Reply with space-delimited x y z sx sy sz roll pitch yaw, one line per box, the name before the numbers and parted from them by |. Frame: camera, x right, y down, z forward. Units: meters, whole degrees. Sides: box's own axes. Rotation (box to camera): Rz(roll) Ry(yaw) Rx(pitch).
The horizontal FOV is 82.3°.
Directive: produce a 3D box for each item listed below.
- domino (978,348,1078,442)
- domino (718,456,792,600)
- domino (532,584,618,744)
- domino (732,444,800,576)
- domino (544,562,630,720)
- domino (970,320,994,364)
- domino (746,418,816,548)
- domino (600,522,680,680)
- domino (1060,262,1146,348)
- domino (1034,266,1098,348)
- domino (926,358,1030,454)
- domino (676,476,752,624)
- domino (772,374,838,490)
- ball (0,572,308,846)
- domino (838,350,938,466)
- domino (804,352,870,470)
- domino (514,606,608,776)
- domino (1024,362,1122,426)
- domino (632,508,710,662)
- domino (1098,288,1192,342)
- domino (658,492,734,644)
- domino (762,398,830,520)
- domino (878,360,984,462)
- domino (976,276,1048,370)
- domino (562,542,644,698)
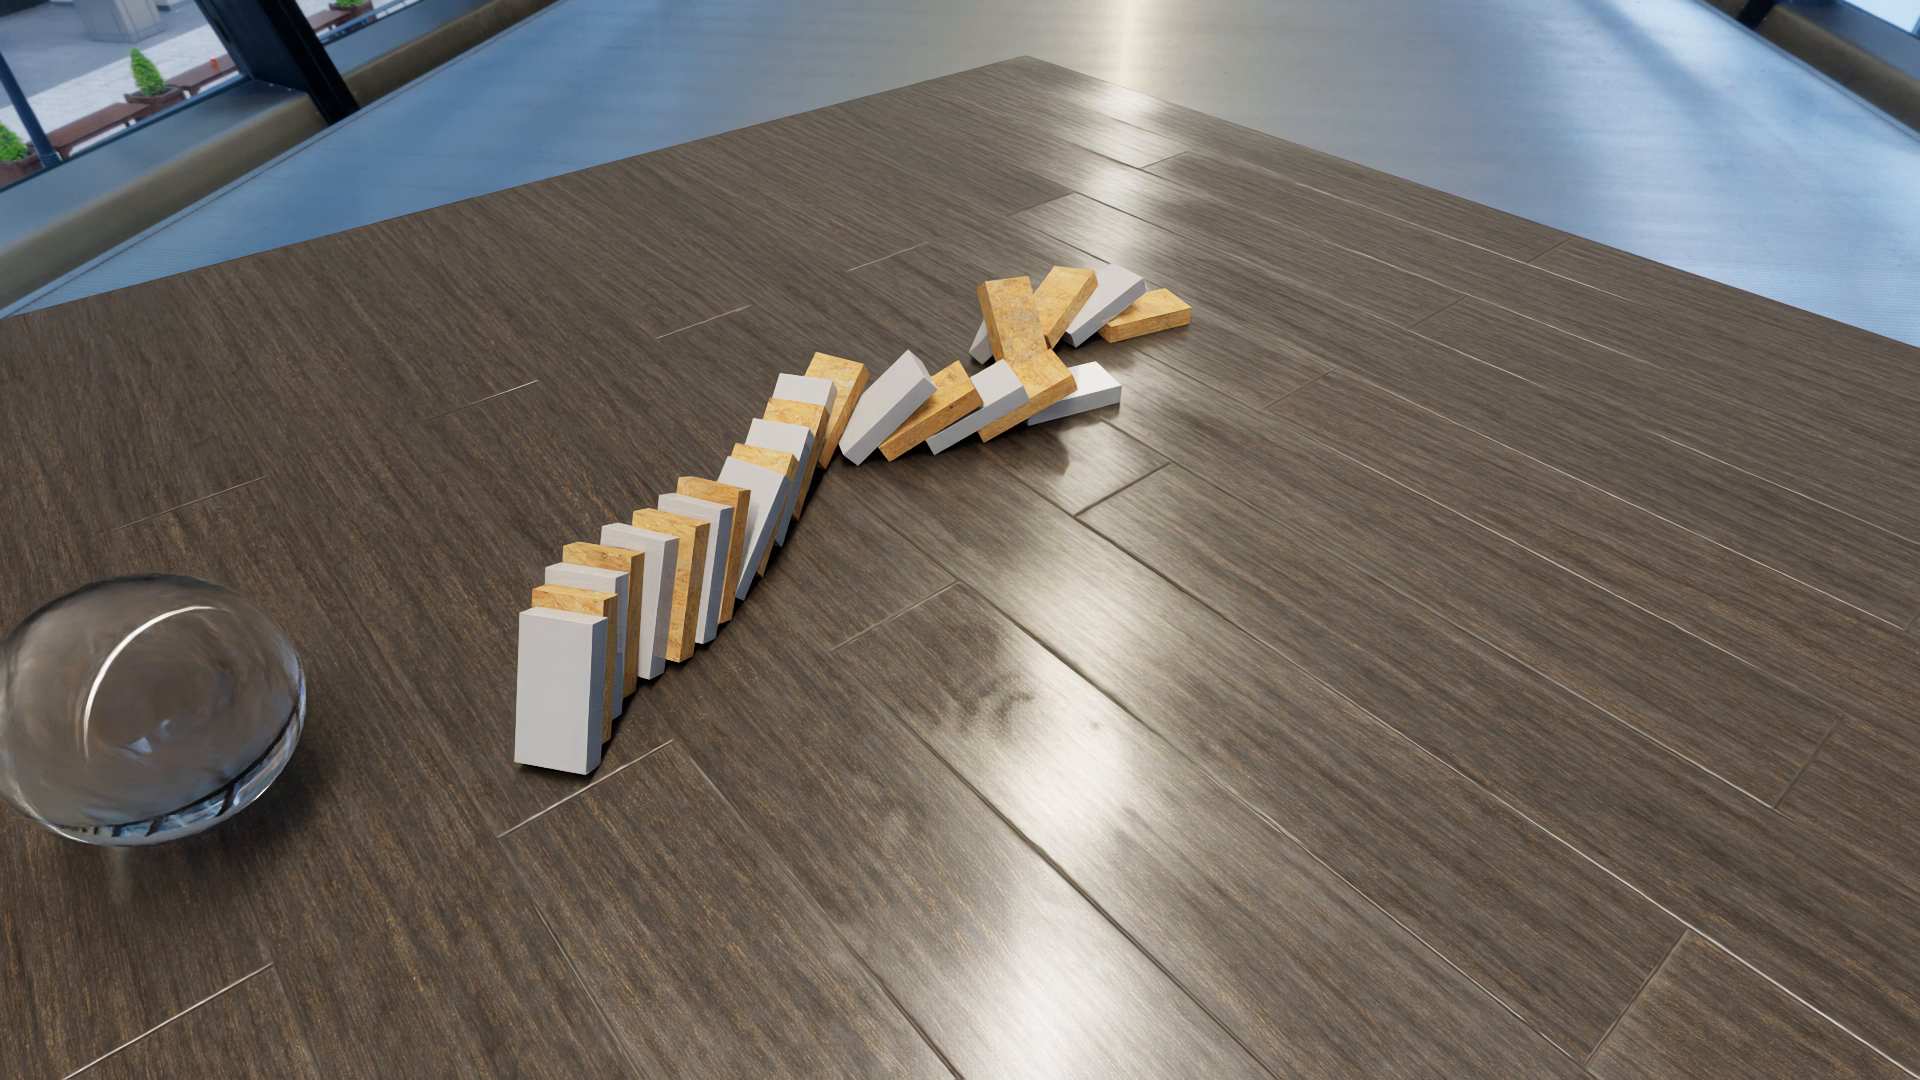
domino | 0.027 -0.067 0.511 0.050 0.010 0.025 -29 43 0
domino | -0.087 -0.005 0.425 0.025 0.009 0.050 19 81 14
domino | -0.128 0.041 0.362 0.025 0.050 0.009 8 10 9
domino | -0.084 -0.012 0.439 0.025 0.010 0.050 11 72 13
domino | -0.127 0.034 0.371 0.025 0.050 0.010 8 10 9
domino | 0.021 -0.114 0.570 0.010 0.025 0.050 40 38 -17
domino | -0.079 -0.024 0.453 0.025 0.010 0.050 10 72 12
domino | -0.115 0.021 0.387 0.025 0.050 0.009 13 12 15
domino | 0.071 -0.124 0.580 0.050 0.009 0.025 -39 46 -10
domino | 0.049 -0.122 0.575 0.025 0.009 0.050 17 61 35
domino | 0.004 -0.061 0.503 0.050 0.009 0.025 -30 43 1
domino | -0.095 0.003 0.409 0.025 0.050 0.010 13 9 15
domino | -0.073 -0.047 0.482 0.025 0.010 0.050 9 71 13
ball | -0.241 0.050 0.327 0.080 0.080 0.080 0 39 0
domino | -0.034 -0.059 0.492 0.050 0.009 0.025 -42 41 14
domino | -0.063 -0.059 0.496 0.025 0.009 0.050 17 73 20
domino | -0.128 0.048 0.354 0.025 0.050 0.009 8 10 9
domino | 0.050 -0.071 0.530 0.050 0.010 0.025 -16 42 -19
domino | -0.106 0.016 0.393 0.025 0.050 0.009 13 12 15
domino | 0.096 -0.121 0.591 0.050 0.009 0.025 -17 42 -19
domino | -0.099 0.010 0.401 0.025 0.050 0.009 13 11 15
domino | -0.075 -0.035 0.467 0.025 0.009 0.050 10 71 12
domino | -0.016 -0.058 0.497 0.050 0.010 0.025 -31 43 6
domino | 0.027 -0.103 0.540 0.025 0.050 0.010 -14 -1 -27
domino | -0.124 0.028 0.379 0.025 0.050 0.010 8 10 10
